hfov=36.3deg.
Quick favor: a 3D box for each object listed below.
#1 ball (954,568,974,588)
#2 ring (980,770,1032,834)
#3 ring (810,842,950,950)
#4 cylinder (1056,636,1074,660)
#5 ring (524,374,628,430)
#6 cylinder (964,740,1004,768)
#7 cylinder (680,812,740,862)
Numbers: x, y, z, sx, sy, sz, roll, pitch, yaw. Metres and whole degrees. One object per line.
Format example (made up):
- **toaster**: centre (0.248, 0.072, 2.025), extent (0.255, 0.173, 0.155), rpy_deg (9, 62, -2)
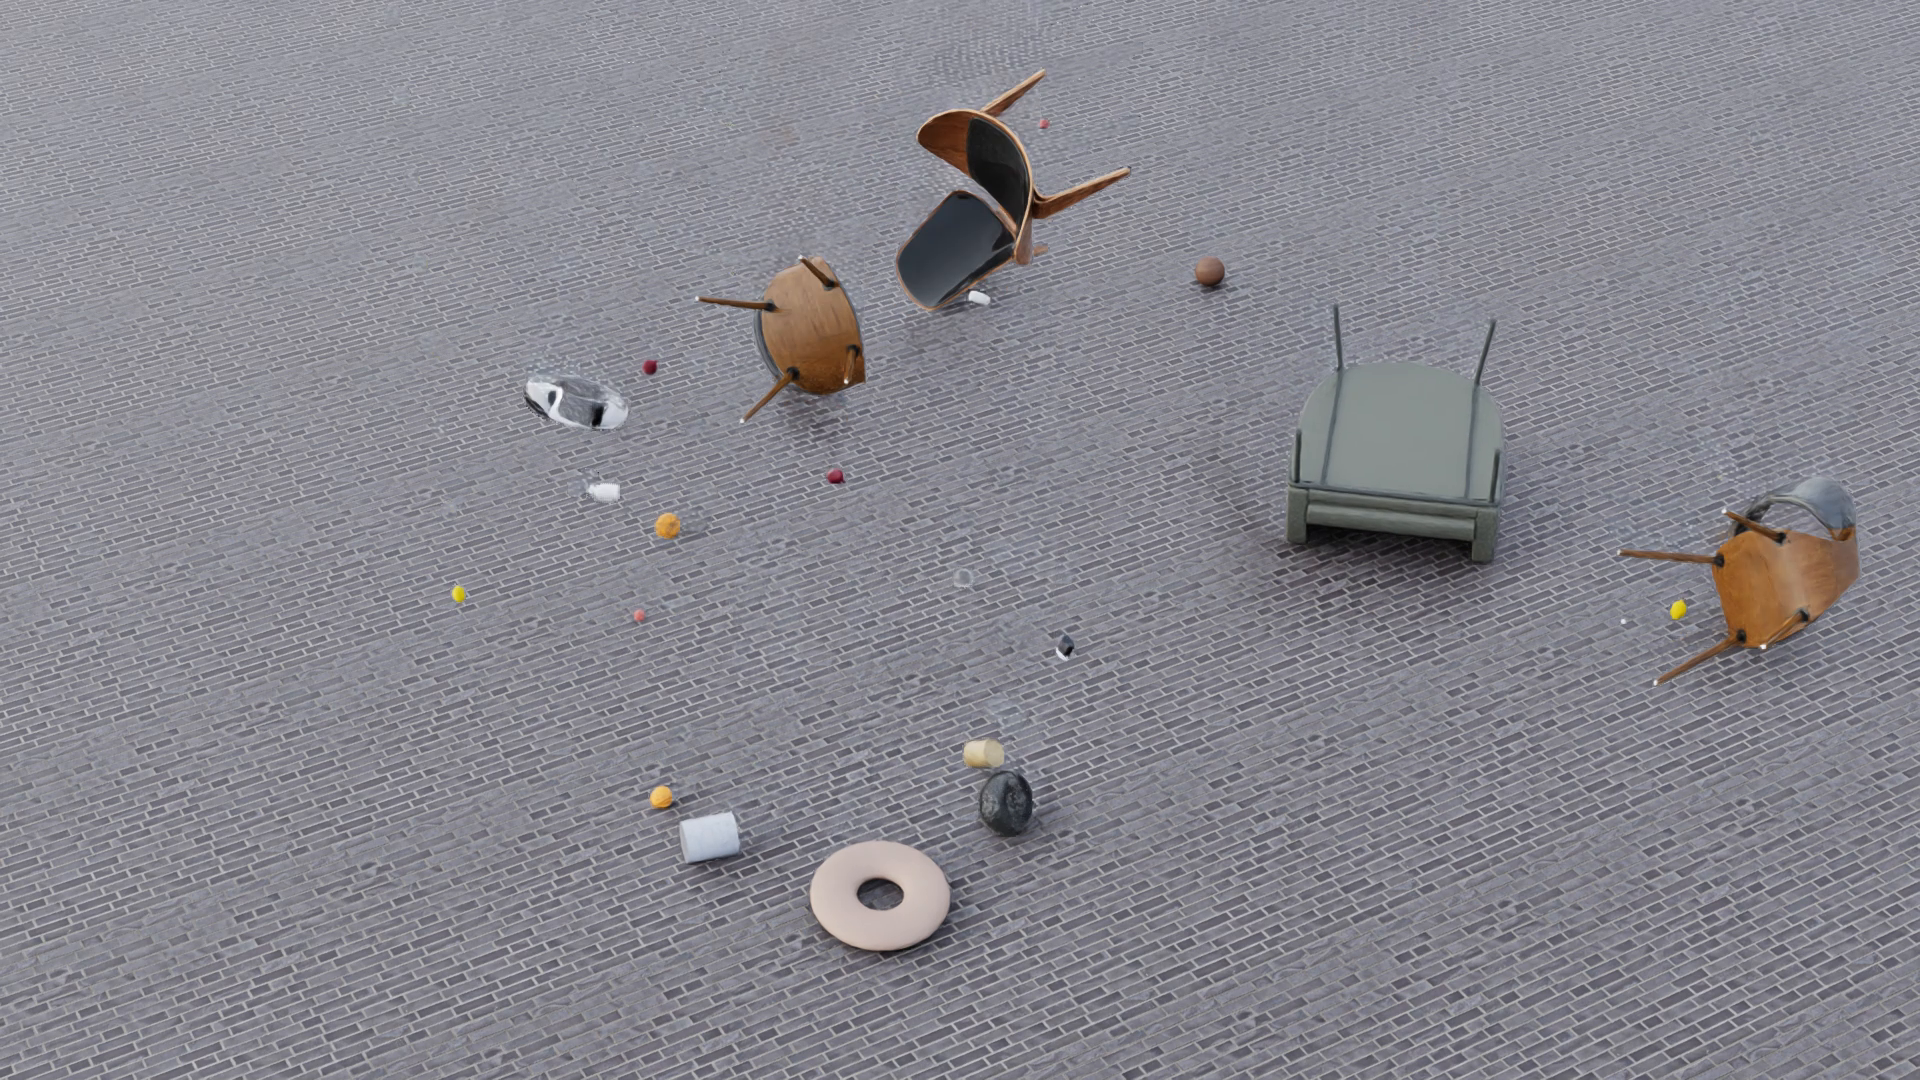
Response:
- **ball**: centre (0.013, 0.138, 10.673), extent (0.069, 0.069, 0.069), rpy_deg (0, 33, 0)
- **ring**: centre (0.151, 0.851, 9.496), extent (0.105, 0.183, 0.212), rpy_deg (-17, 56, 44)
- **ring**: centre (-0.250, 1.112, 9.193), extent (0.441, 0.071, 0.514), rpy_deg (-4, 34, -8)
- **cylinder**: centre (0.370, 0.379, 10.289), extent (0.034, 0.073, 0.058), rpy_deg (-17, 57, -33)
- **ring**: centre (-1.508, -0.545, 11.525), extent (0.468, 0.121, 0.294), rpy_deg (9, 26, -41)
- **cylinder**: centre (0.081, 0.710, 9.736), extent (0.083, 0.096, 0.107), rpy_deg (-38, 16, -34)
- **cylinder**: centre (-0.802, 0.951, 9.378), extent (0.166, 0.136, 0.136), rpy_deg (-9, 4, -14)
